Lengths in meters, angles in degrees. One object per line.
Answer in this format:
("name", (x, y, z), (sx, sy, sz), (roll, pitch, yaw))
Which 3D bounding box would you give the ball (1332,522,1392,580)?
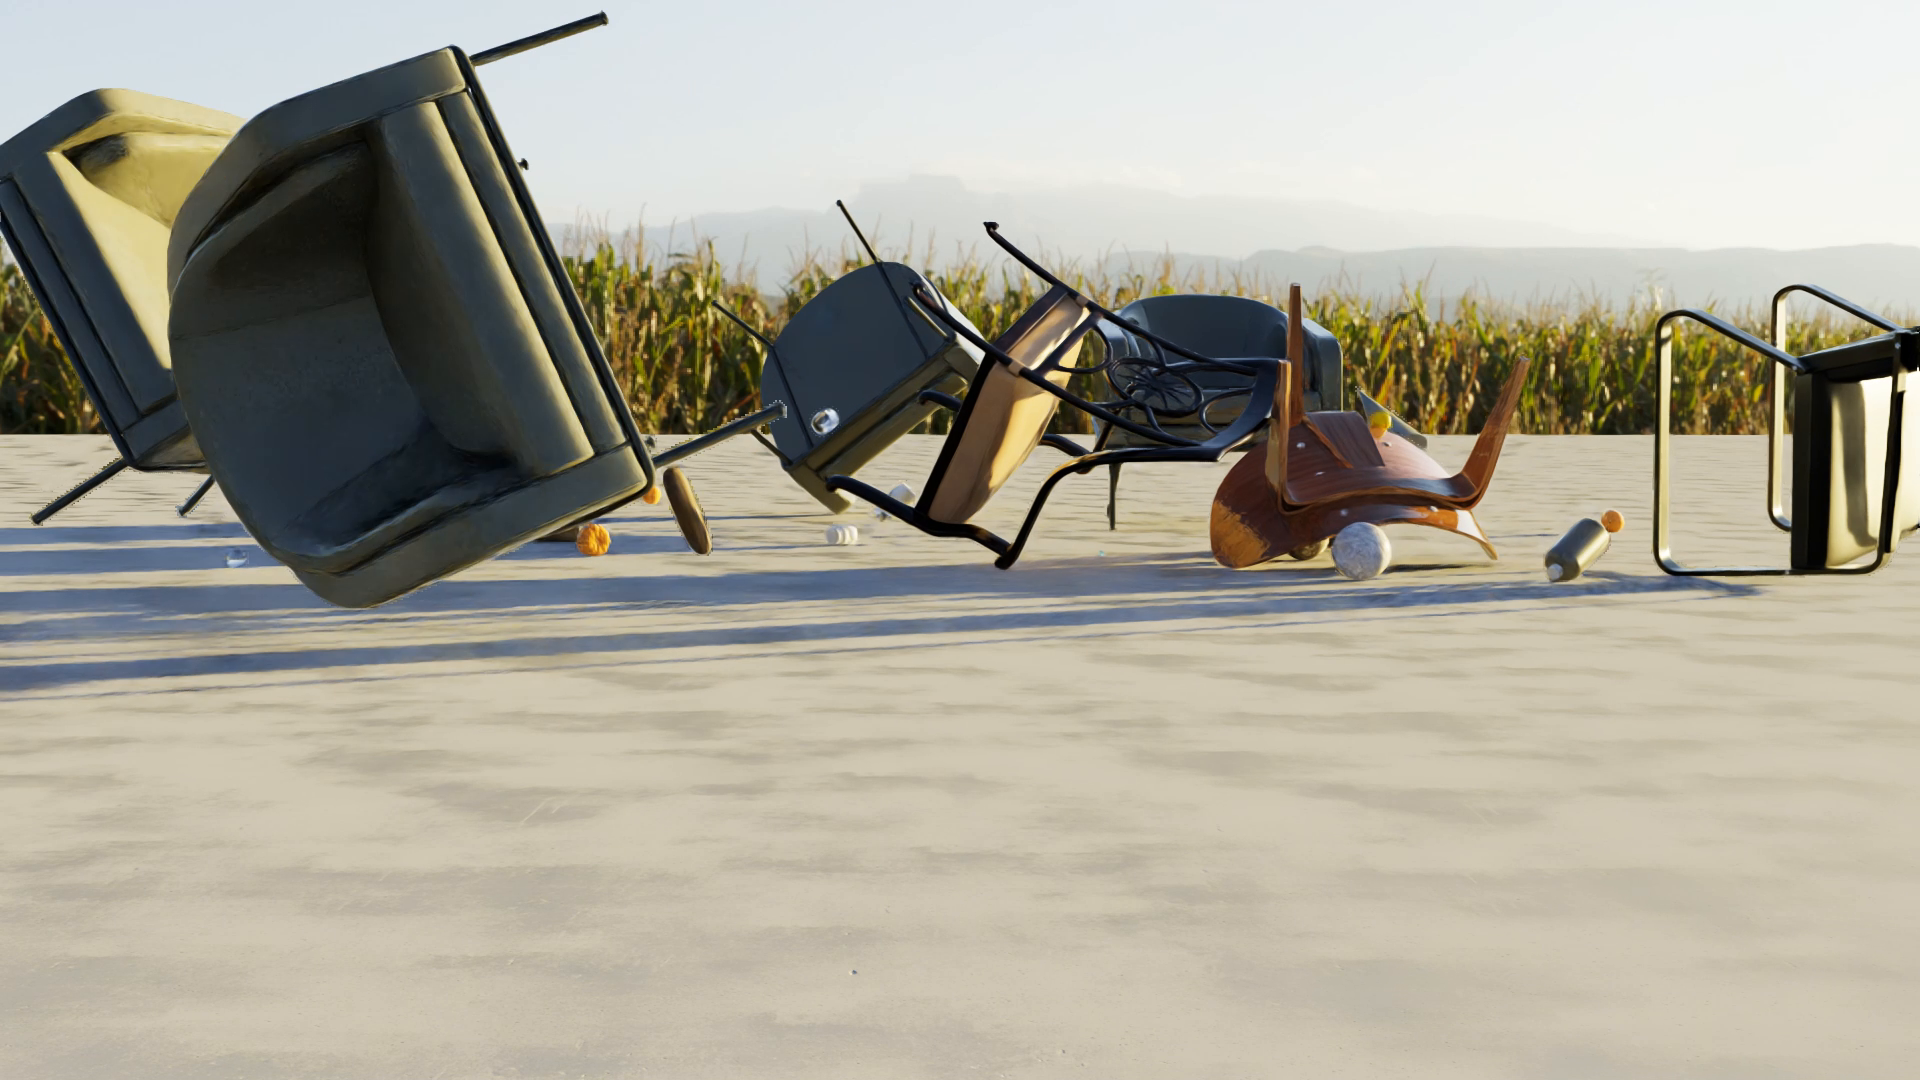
("ball", (0.941, 0.027, 5.154), (0.137, 0.137, 0.137), (0, 4, 0))

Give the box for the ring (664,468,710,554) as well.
("ring", (-0.566, -0.059, 4.563), (0.046, 0.157, 0.249), (-22, -33, -4))

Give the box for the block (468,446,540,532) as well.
("block", (-1.331, -0.149, 6.444), (0.165, 0.190, 0.161), (3, 40, 1))

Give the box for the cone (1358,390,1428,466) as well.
("cone", (1.171, -0.337, 6.125), (0.155, 0.115, 0.257), (-10, 49, -24))

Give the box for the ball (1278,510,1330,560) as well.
("ball", (0.903, -0.014, 5.774), (0.134, 0.134, 0.134), (0, 4, 0))

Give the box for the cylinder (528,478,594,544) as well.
("cylinder", (-1.168, -0.083, 6.439), (0.148, 0.180, 0.128), (10, 18, 17))

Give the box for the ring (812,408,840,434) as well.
("ring", (-0.421, -0.371, 6.875), (0.090, 0.057, 0.138), (-37, -3, -8))

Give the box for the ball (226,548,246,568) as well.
("ball", (-1.819, 0.045, 5.526), (0.050, 0.050, 0.050), (0, 4, 0))
